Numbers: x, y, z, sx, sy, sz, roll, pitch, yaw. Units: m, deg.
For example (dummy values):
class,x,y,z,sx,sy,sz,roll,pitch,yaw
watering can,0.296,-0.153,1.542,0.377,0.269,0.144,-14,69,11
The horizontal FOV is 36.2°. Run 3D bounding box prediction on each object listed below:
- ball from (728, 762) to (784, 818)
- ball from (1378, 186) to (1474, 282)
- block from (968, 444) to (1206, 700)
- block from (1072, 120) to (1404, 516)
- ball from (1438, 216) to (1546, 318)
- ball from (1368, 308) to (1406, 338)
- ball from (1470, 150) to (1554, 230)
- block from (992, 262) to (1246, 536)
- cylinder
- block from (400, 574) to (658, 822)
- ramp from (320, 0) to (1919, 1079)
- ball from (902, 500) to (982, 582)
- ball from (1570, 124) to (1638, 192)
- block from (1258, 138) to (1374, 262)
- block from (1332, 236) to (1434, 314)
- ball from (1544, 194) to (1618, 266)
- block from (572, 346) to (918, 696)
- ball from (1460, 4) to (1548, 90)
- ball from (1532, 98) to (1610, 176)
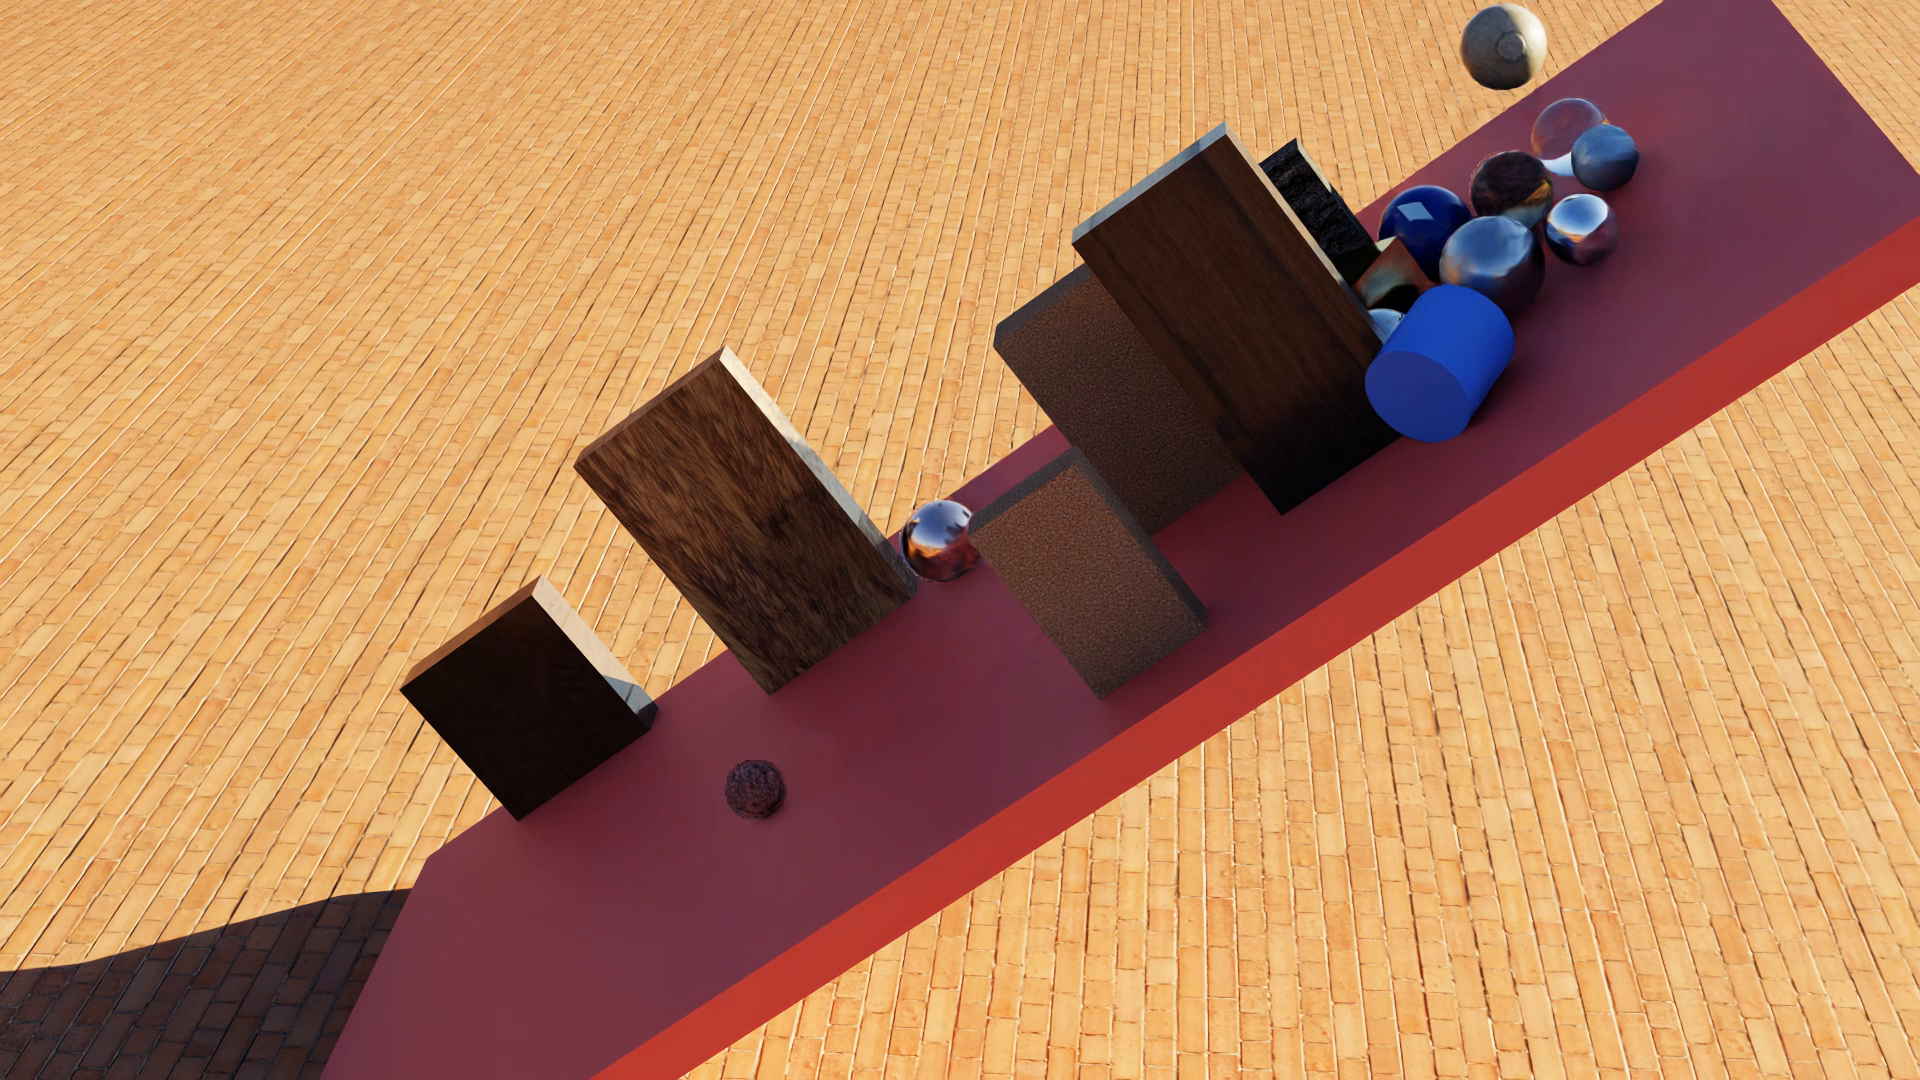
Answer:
class,x,y,z,sx,sy,sz,roll,pitch,yaw
ball,-0.430,0.528,6.212,0.121,0.121,0.121,0,23,0
ball,0.971,-0.637,6.121,0.201,0.201,0.201,0,23,0
block,0.237,0.062,5.454,0.245,0.408,0.099,-34,16,17
block,0.555,-0.413,5.554,0.353,0.675,0.096,-34,16,17
ball,1.025,-0.523,5.667,0.204,0.204,0.204,0,23,0
ball,0.819,-0.357,5.711,0.186,0.186,0.186,0,23,0
ball,1.132,-0.713,6.028,0.168,0.168,0.168,0,23,0
block,0.396,-0.336,5.992,0.423,0.521,0.138,-34,16,17
cylinder,0.887,-0.326,5.431,0.208,0.208,0.208,14,47,30
block,-1.087,0.401,7.434,0.445,0.458,0.133,-34,16,17
ramp,0.128,0.180,6.324,4.000,0.100,2.000,-34,16,17
ball,-0.039,0.001,6.667,0.187,0.187,0.187,0,23,0
ball,1.288,-0.763,5.878,0.133,0.133,0.133,0,23,0
block,0.693,-0.569,6.150,0.329,0.423,0.099,-34,16,17
block,0.830,-0.467,5.982,0.192,0.192,0.192,-48,18,-28
ball,1.188,-0.593,5.619,0.139,0.139,0.139,0,23,0
block,-0.492,-0.039,6.820,0.439,0.718,0.105,-34,16,17
ball,1.087,-0.986,5.884,0.172,0.172,0.172,0,23,0
ball,1.262,-0.831,6.072,0.162,0.162,0.162,0,23,0
